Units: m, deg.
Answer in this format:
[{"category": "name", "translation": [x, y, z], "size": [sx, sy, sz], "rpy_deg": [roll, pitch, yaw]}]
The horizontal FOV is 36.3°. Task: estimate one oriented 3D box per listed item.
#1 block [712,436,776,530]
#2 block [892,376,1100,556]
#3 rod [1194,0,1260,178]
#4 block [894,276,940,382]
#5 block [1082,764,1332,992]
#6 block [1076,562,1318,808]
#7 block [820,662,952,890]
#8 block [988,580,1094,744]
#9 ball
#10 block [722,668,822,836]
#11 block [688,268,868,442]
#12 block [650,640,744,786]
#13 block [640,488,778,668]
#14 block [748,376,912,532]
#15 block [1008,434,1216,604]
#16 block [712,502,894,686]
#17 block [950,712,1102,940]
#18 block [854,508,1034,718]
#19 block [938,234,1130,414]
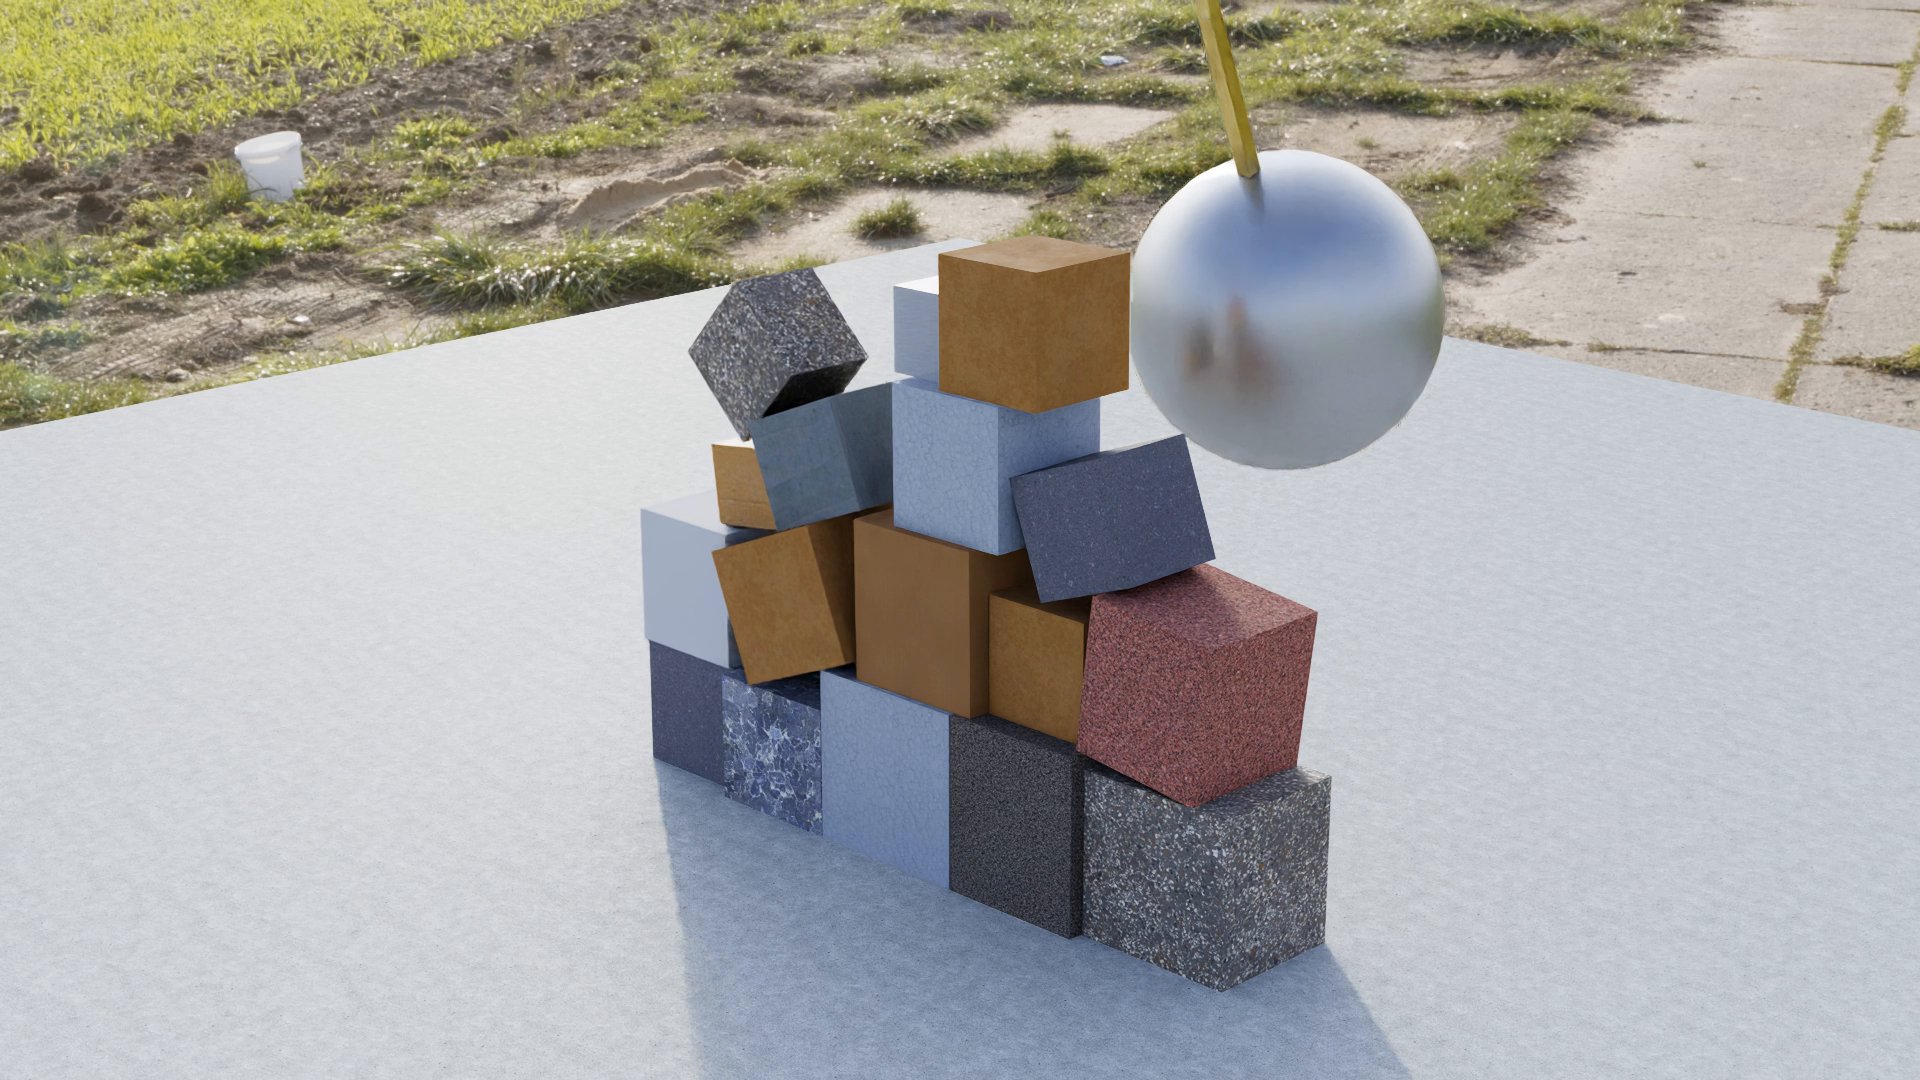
[{"category": "block", "translation": [-0.871, -0.303, 14.158], "size": [0.459, 0.392, 0.418], "rpy_deg": [-16, 16, -42]}, {"category": "block", "translation": [0.162, -0.384, 13.051], "size": [0.651, 0.663, 0.653], "rpy_deg": [-17, 23, -42]}, {"category": "rod", "translation": [0.703, -3.868, 12.863], "size": [0.080, 5.200, 0.080], "rpy_deg": [17, 46, 42]}, {"category": "block", "translation": [-0.020, -0.944, 13.076], "size": [0.390, 0.397, 0.387], "rpy_deg": [-17, 23, -42]}, {"category": "block", "translation": [1.063, 1.370, 12.687], "size": [0.696, 0.779, 0.794], "rpy_deg": [-17, 24, -42]}, {"category": "block", "translation": [1.006, 0.603, 12.498], "size": [0.690, 0.724, 0.667], "rpy_deg": [-17, 31, -42]}, {"category": "block", "translation": [-0.057, 1.006, 13.734], "size": [0.829, 0.845, 0.844], "rpy_deg": [-17, 24, -42]}, {"category": "block", "translation": [0.530, 0.504, 12.969], "size": [0.571, 0.561, 0.564], "rpy_deg": [-17, 24, -42]}, {"category": "ball", "translation": [1.623, -1.147, 14.682], "size": [1.600, 1.600, 1.600], "rpy_deg": [0, 17, 0]}, {"category": "block", "translation": [-0.621, 0.942, 14.283], "size": [0.795, 0.638, 0.702], "rpy_deg": [-17, 24, -42]}, {"category": "block", "translation": [-0.872, -0.886, 14.003], "size": [0.481, 0.544, 0.550], "rpy_deg": [-16, 67, -41]}, {"category": "block", "translation": [-1.113, 0.797, 14.736], "size": [0.603, 0.643, 0.645], "rpy_deg": [-17, 24, -42]}, {"category": "block", "translation": [-1.128, 0.166, 14.540], "size": [0.641, 0.679, 0.625], "rpy_deg": [17, 24, 42]}, {"category": "block", "translation": [-0.506, -0.407, 13.744], "size": [0.616, 0.536, 0.618], "rpy_deg": [-17, 2, -42]}, {"category": "block", "translation": [0.657, -0.093, 12.644], "size": [0.543, 0.559, 0.560], "rpy_deg": [-17, 4, -42]}, {"category": "block", "translation": [-0.557, 0.224, 13.989], "size": [0.846, 0.662, 0.737], "rpy_deg": [-17, 2, -42]}, {"category": "block", "translation": [0.492, 1.178, 13.177], "size": [0.776, 0.851, 0.736], "rpy_deg": [-17, 24, -42]}, {"category": "block", "translation": [0.052, 0.268, 13.377], "size": [0.735, 0.772, 0.764], "rpy_deg": [16, 24, 43]}, {"category": "block", "translation": [0.321, -0.946, 12.713], "size": [0.584, 0.608, 0.588], "rpy_deg": [16, 24, 43]}]
